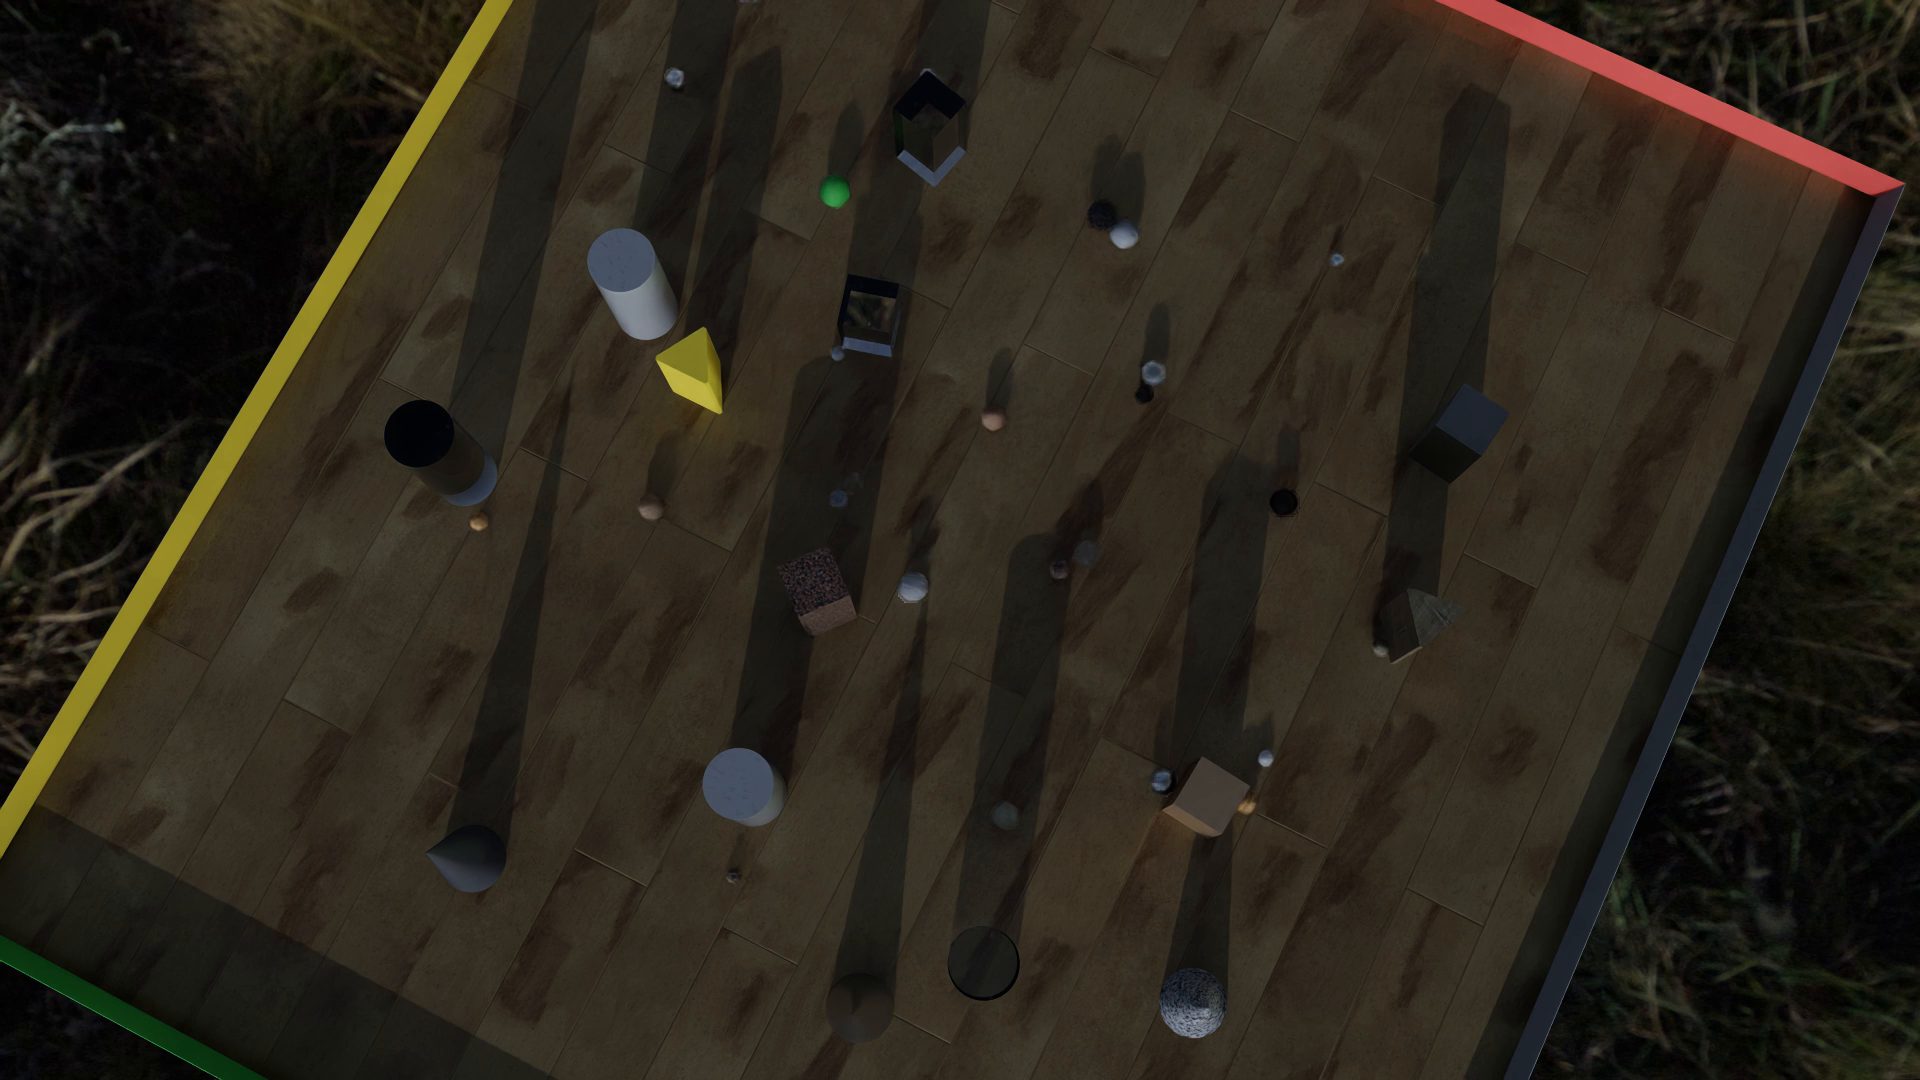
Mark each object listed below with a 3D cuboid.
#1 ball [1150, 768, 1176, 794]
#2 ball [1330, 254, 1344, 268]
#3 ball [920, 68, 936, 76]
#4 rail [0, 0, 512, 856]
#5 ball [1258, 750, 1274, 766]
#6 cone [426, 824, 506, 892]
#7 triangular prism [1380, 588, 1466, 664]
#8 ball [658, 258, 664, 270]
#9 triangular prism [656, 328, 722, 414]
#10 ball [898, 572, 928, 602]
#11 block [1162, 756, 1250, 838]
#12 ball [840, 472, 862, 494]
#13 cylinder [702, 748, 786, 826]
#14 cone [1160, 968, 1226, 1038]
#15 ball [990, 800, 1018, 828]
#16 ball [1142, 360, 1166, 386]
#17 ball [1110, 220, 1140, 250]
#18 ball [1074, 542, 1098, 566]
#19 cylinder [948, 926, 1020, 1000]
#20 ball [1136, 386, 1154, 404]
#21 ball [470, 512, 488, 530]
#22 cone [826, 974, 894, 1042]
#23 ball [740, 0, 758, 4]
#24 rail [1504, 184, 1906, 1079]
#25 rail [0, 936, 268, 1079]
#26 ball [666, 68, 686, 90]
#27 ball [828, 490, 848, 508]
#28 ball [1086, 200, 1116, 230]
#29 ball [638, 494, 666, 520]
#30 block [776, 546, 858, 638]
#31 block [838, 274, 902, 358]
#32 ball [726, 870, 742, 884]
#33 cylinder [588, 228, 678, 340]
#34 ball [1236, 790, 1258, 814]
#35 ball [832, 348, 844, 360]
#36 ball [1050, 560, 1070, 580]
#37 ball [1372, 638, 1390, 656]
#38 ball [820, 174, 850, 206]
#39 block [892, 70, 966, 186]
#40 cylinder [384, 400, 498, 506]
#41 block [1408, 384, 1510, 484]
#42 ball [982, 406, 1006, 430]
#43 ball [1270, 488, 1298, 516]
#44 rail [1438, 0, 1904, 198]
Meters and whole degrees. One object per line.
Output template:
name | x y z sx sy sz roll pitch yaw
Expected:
ball | 0.601 0.715 5.429 0.077 0.077 0.077 0 78 0
ball | 1.188 -0.882 5.778 0.042 0.042 0.042 0 78 0
ball | -0.104 -1.493 5.900 0.051 0.051 0.051 0 78 0
rail | -1.888 -0.917 5.740 0.045 0.129 4.660 26 80 5
ball | 0.910 0.651 5.458 0.047 0.047 0.047 0 78 0
cone | -1.442 0.893 5.182 0.198 0.489 0.198 0 78 0
triangular prism | 1.325 0.230 5.388 0.171 0.355 0.149 -39 81 -7
ball | -0.957 -0.865 5.768 0.053 0.053 0.053 0 78 0
triangular prism | -0.786 -0.529 5.556 0.171 0.332 0.149 26 80 5
ball | -0.140 0.141 5.542 0.090 0.090 0.090 0 78 0
block | 0.709 0.748 5.306 0.158 0.306 0.158 32 80 6
ball | -0.332 -0.175 5.618 0.067 0.067 0.067 0 78 0
cylinder | -0.614 0.714 5.269 0.198 0.391 0.198 0 78 0
cone | 0.679 1.313 5.169 0.198 0.345 0.198 0 78 0
ball | 0.130 0.809 5.407 0.082 0.082 0.082 0 78 0
ball | 0.601 -0.517 5.684 0.077 0.077 0.077 0 78 0
ball | 0.518 -0.963 5.768 0.093 0.093 0.093 0 78 0
ball | 0.384 0.041 5.570 0.075 0.075 0.075 0 78 0
cylinder | 0.065 1.194 5.182 0.198 0.367 0.198 0 78 0
ball | 0.574 -0.451 5.682 0.054 0.054 0.054 0 78 0
ball | -1.470 -0.057 5.600 0.055 0.055 0.055 0 78 0
cone | -0.292 1.320 5.133 0.198 0.412 0.198 0 78 0
ball | -0.686 -1.777 5.943 0.081 0.081 0.081 0 78 0
rail | 1.888 0.931 5.357 0.045 0.129 4.660 26 80 5
rail | -1.031 2.027 5.130 4.268 0.129 0.045 26 80 5
ball | -0.912 -1.482 5.891 0.065 0.065 0.065 0 78 0
ball | -0.373 -0.128 5.614 0.056 0.056 0.056 0 78 0
ball | 0.447 -1.022 5.780 0.093 0.093 0.093 0 78 0
ball | -0.941 -0.101 5.596 0.081 0.081 0.081 0 78 0
block | -0.416 0.156 5.382 0.158 0.396 0.158 -23 79 -5
block | -0.276 -0.688 5.634 0.158 0.244 0.158 11 79 2
ball | -0.665 0.990 5.390 0.042 0.042 0.042 0 78 0
cylinder | -0.985 -0.769 5.548 0.198 0.446 0.198 0 78 0
ball | 0.846 0.773 5.418 0.075 0.075 0.075 0 78 0
ball | -0.380 -0.580 5.715 0.042 0.042 0.042 0 78 0
ball | 0.303 0.090 5.568 0.059 0.059 0.059 0 78 0
ball | 1.268 0.322 5.523 0.052 0.052 0.052 0 78 0
ball | -0.395 -1.104 5.795 0.099 0.099 0.099 0 78 0
block | -0.091 -1.272 5.691 0.158 0.370 0.158 40 81 8
cylinder | -1.527 -0.251 5.416 0.198 0.494 0.198 0 78 0
block | 1.493 -0.316 5.504 0.158 0.348 0.158 35 80 7
ball | 0.104 -0.377 5.656 0.076 0.076 0.076 0 78 0
ball | 0.989 -0.115 5.598 0.083 0.083 0.083 0 78 0
rail | 1.031 -2.013 5.967 4.268 0.129 0.045 26 80 5
